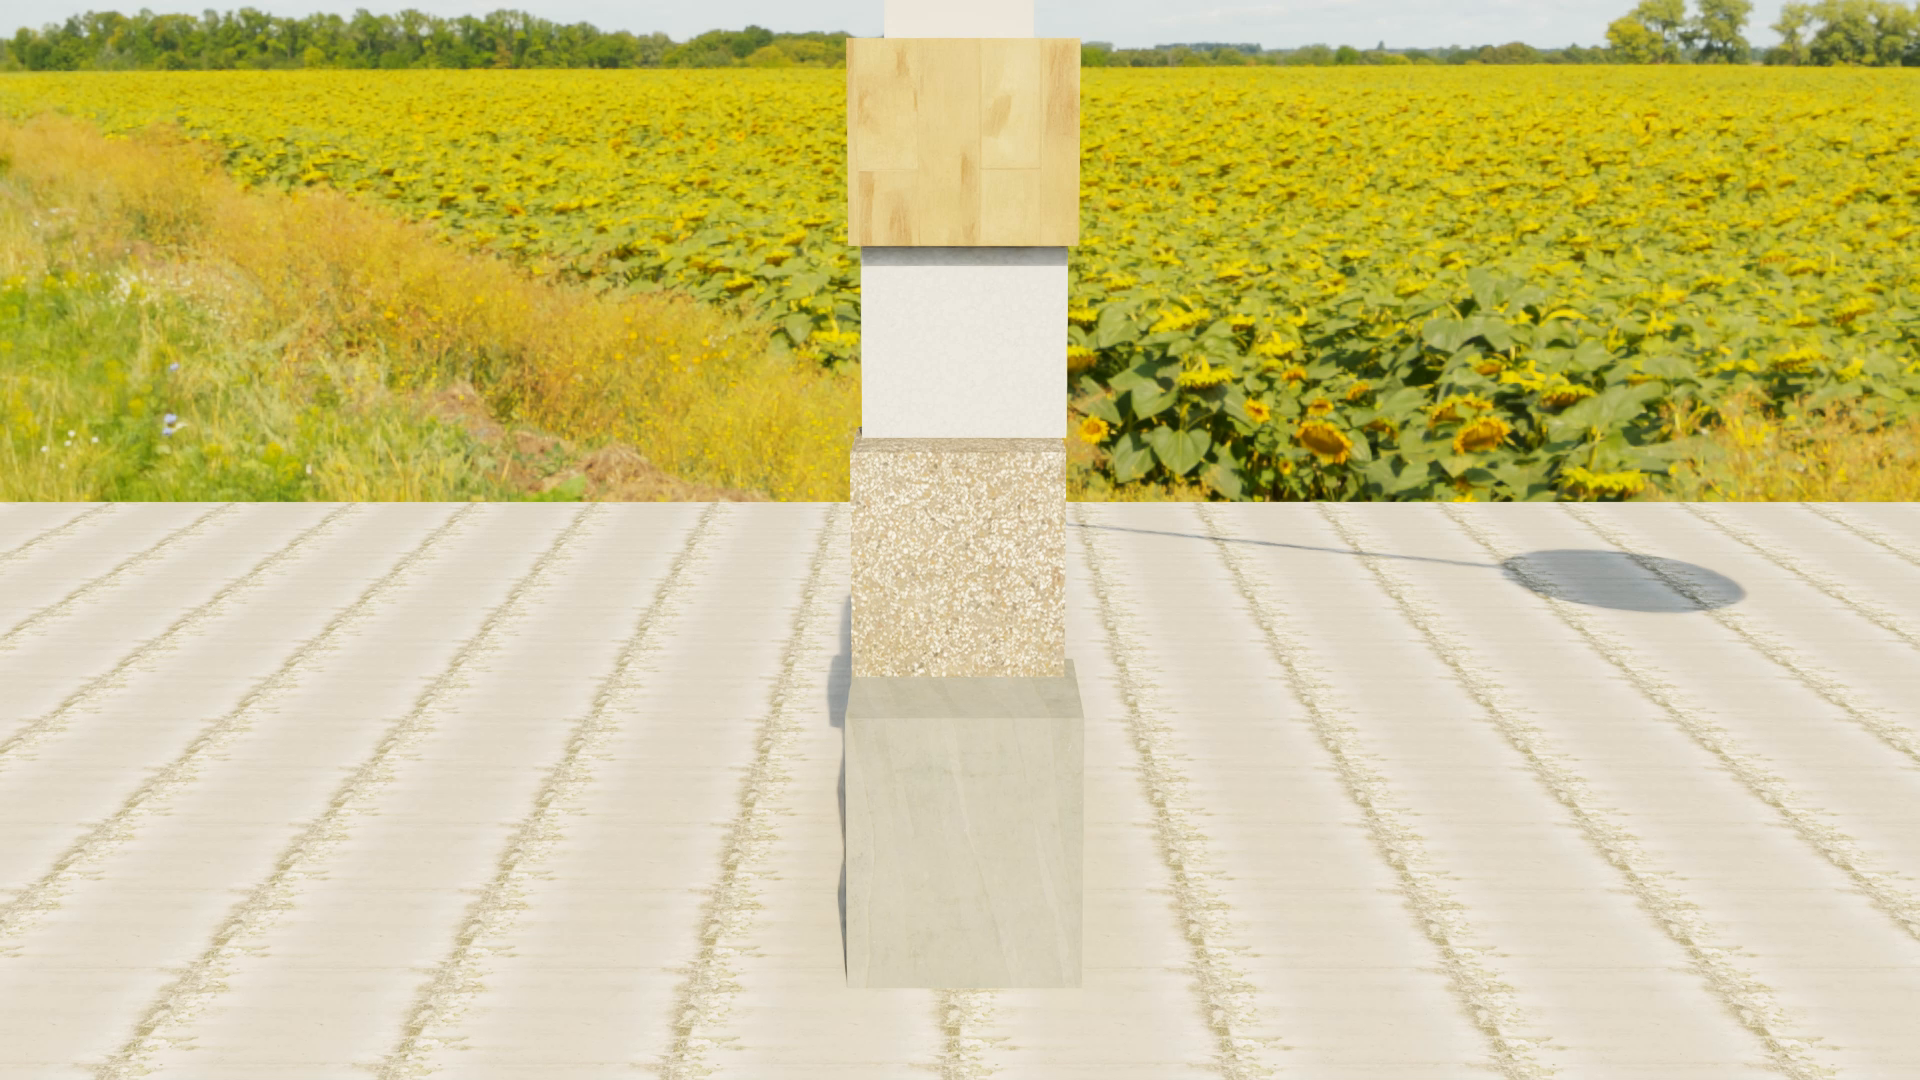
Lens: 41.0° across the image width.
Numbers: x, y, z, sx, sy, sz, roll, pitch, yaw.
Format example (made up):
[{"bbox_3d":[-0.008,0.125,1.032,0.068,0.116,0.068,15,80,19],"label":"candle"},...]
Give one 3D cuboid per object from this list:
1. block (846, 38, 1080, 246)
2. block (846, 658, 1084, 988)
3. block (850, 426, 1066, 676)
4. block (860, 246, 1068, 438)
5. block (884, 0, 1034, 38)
[{"bbox_3d":[0.014,-1.696,10.886,0.945,0.836,0.907,0,10,0],"label":"block"},{"bbox_3d":[0.018,1.121,10.378,0.913,1.081,1.014,0,10,0],"label":"block"},{"bbox_3d":[-0.007,0.033,10.774,0.867,0.920,0.800,0,10,0],"label":"block"},{"bbox_3d":[0.018,-0.887,11.028,0.856,0.806,0.713,0,10,0],"label":"block"},{"bbox_3d":[-0.004,-2.375,10.767,0.609,0.543,0.666,0,10,0],"label":"block"}]
